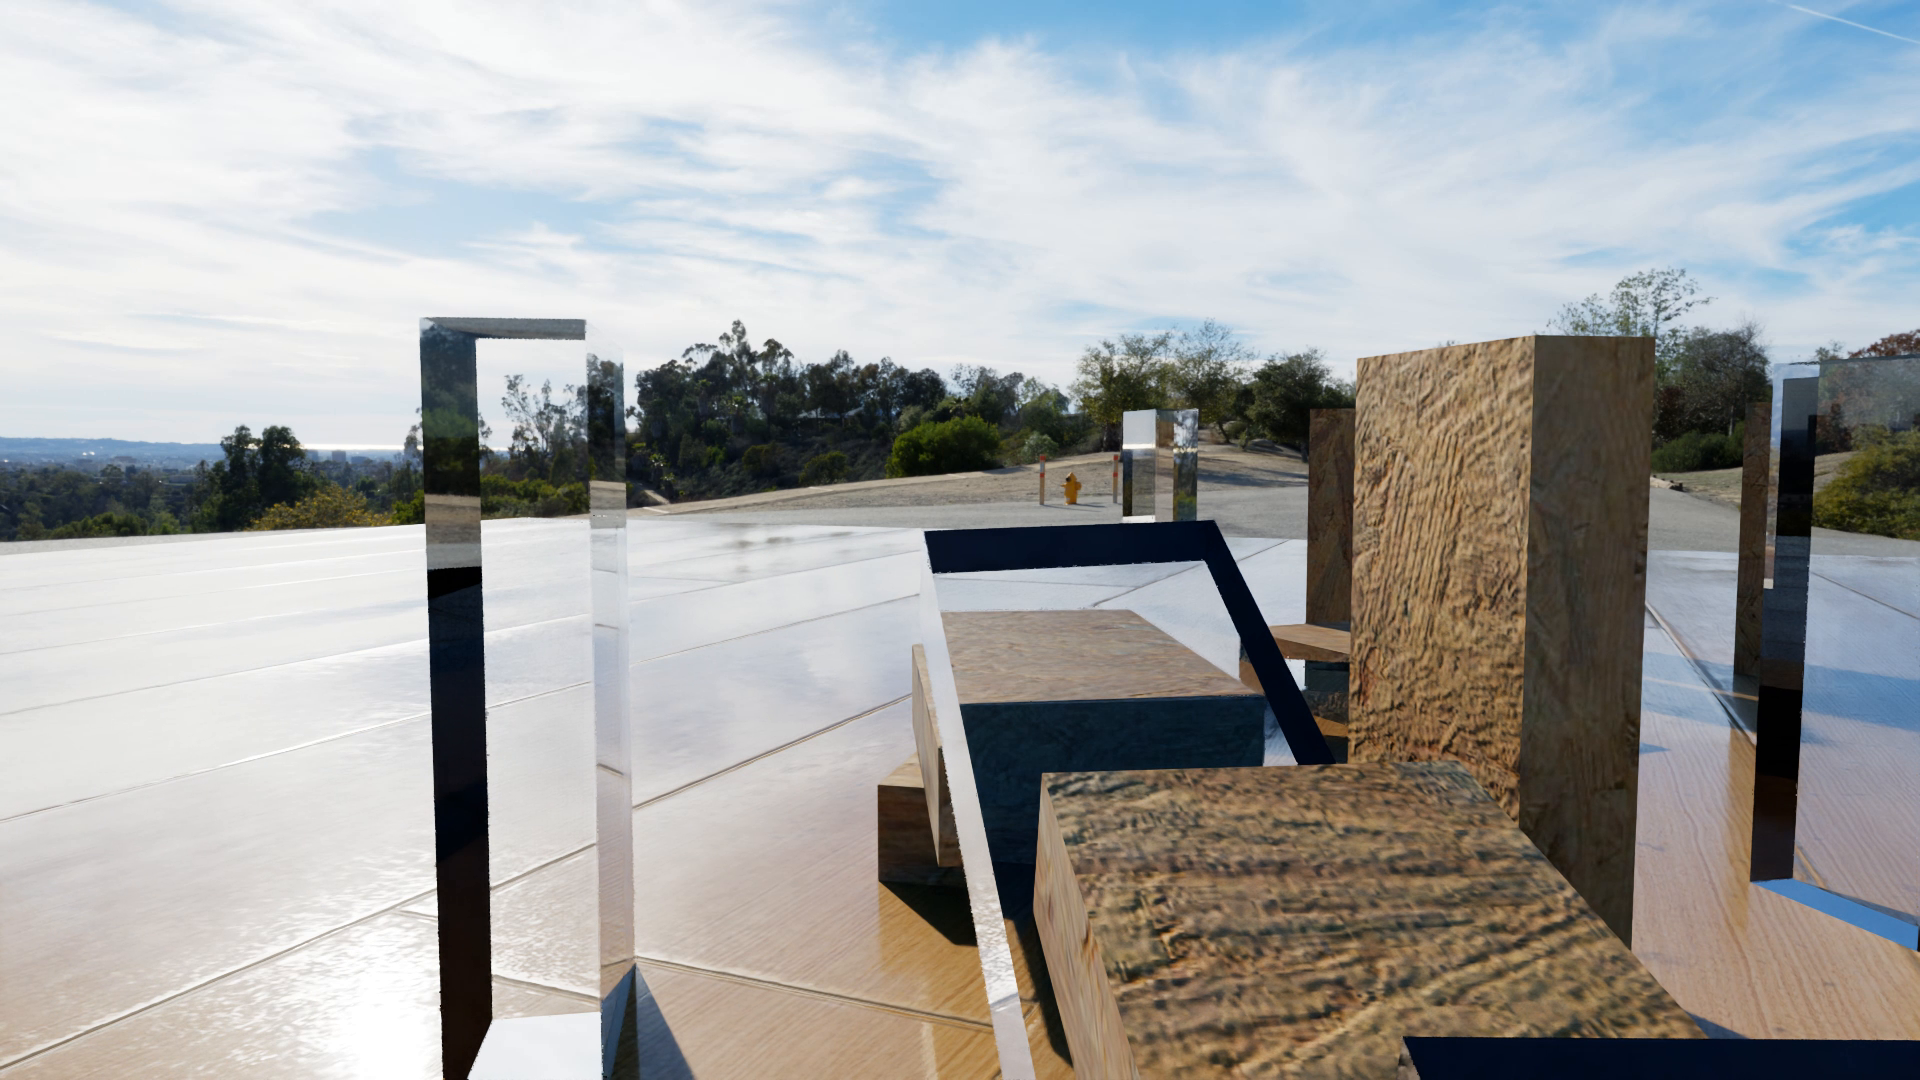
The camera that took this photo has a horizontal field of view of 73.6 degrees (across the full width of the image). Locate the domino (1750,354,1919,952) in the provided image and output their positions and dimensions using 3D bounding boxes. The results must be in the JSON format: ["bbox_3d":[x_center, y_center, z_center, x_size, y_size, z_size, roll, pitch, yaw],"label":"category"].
[{"bbox_3d":[0.084,0.009,0.112,0.010,0.050,0.025,-1,4,-12],"label":"domino"}]

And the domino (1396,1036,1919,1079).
[{"bbox_3d":[0.026,0.029,0.019,0.025,0.010,0.050,0,21,1],"label":"domino"}]

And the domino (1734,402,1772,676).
[{"bbox_3d":[0.156,-0.001,0.242,0.025,0.050,0.010,-4,6,-45],"label":"domino"}]

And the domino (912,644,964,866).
[{"bbox_3d":[0.009,0.019,0.126,0.025,0.009,0.050,0,5,-4],"label":"domino"}]

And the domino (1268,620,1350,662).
[{"bbox_3d":[0.071,0.022,0.212,0.025,0.010,0.050,-2,5,-23],"label":"domino"}]

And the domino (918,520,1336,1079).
[{"bbox_3d":[0.013,0.018,0.091,0.025,0.010,0.050,-2,38,-9],"label":"domino"}]

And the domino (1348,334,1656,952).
[{"bbox_3d":[0.042,0.010,0.104,0.010,0.050,0.025,-1,4,-11],"label":"domino"}]

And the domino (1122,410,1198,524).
[{"bbox_3d":[0.045,-0.004,0.293,0.010,0.050,0.025,-1,4,-9],"label":"domino"}]

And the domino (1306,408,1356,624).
[{"bbox_3d":[0.084,-0.004,0.288,0.009,0.050,0.025,1,5,19],"label":"domino"}]

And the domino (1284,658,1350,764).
[{"bbox_3d":[0.037,0.024,0.189,0.050,0.010,0.025,2,5,20],"label":"domino"}]

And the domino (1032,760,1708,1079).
[{"bbox_3d":[0.020,0.027,0.053,0.025,0.009,0.050,-1,21,-7],"label":"domino"}]

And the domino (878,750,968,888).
[{"bbox_3d":[0.010,0.027,0.146,0.025,0.009,0.050,1,4,14],"label":"domino"}]

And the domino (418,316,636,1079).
[{"bbox_3d":[-0.029,0.011,0.091,0.009,0.050,0.025,-1,4,-10],"label":"domino"}]
